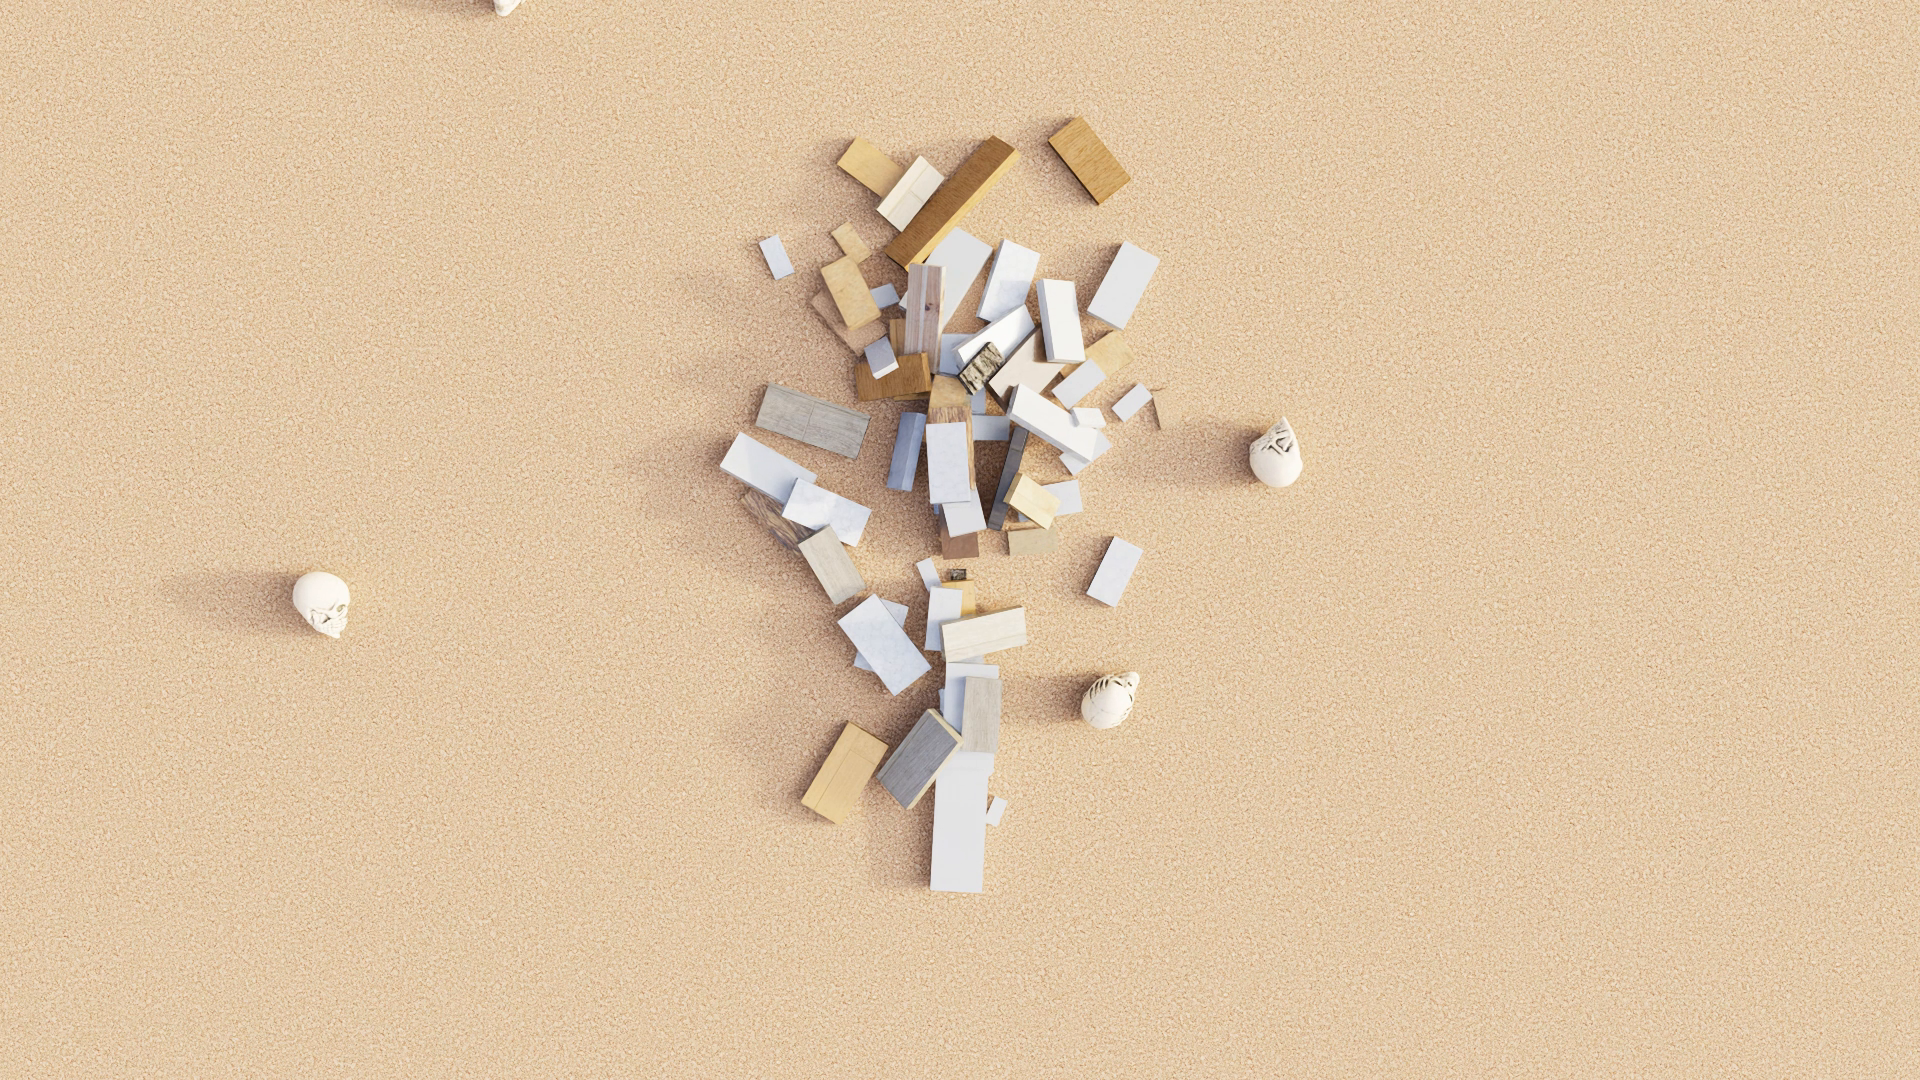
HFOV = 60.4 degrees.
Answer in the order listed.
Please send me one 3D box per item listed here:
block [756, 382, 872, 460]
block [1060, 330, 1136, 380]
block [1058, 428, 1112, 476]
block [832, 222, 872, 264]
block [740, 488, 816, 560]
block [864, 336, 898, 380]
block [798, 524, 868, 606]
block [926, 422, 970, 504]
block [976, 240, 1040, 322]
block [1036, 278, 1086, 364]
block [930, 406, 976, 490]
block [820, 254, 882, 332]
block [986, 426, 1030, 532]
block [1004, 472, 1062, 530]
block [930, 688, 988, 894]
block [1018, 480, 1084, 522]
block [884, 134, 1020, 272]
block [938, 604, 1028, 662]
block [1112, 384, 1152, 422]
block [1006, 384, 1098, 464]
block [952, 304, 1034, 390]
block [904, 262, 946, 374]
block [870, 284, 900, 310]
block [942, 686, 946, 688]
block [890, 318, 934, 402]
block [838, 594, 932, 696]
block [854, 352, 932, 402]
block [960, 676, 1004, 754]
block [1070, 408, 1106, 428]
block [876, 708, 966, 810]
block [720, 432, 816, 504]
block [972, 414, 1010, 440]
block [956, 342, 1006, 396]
[{"bbox_3d":[-0.487,-0.395,5.478,0.352,0.043,0.152,19,90,0],"label":"block"},{"bbox_3d":[0.455,-0.587,5.483,0.234,0.033,0.117,-34,90,0],"label":"block"},{"bbox_3d":[0.417,-0.294,5.489,0.161,0.023,0.081,-37,90,0],"label":"block"},{"bbox_3d":[-0.361,-0.985,5.490,0.068,0.019,0.137,-35,90,0],"label":"block"},{"bbox_3d":[-0.593,-0.072,5.483,0.117,0.033,0.273,-44,90,0],"label":"block"},{"bbox_3d":[-0.258,-0.597,5.393,0.084,0.168,0.024,-29,129,7],"label":"block"},{"bbox_3d":[-0.421,0.081,5.441,0.124,0.035,0.248,-30,110,0],"label":"block"},{"bbox_3d":[-0.038,-0.246,5.291,0.128,0.036,0.256,-4,83,1],"label":"block"},{"bbox_3d":[0.158,-0.841,5.453,0.135,0.038,0.270,19,88,-21],"label":"block"},{"bbox_3d":[0.331,-0.719,5.425,0.135,0.038,0.270,-1,80,-39],"label":"block"},{"bbox_3d":[-0.024,-0.294,5.335,0.135,0.038,0.271,-3,83,1],"label":"block"},{"bbox_3d":[-0.359,-0.815,5.431,0.115,0.033,0.230,-27,78,4],"label":"block"},{"bbox_3d":[0.157,-0.199,5.415,0.048,0.171,0.341,16,90,0],"label":"block"},{"bbox_3d":[0.236,-0.126,5.379,0.213,0.030,0.107,33,78,-43],"label":"block"},{"bbox_3d":[0.005,0.827,5.459,0.171,0.048,0.669,3,93,1],"label":"block"},{"bbox_3d":[0.294,-0.129,5.485,0.213,0.030,0.107,-10,90,0],"label":"block"},{"bbox_3d":[-0.027,-1.108,5.441,0.532,0.038,0.135,-47,49,0],"label":"block"},{"bbox_3d":[0.076,0.307,5.416,0.292,0.036,0.128,-12,106,-21],"label":"block"},{"bbox_3d":[0.572,-0.457,5.491,0.128,0.018,0.064,-42,90,0],"label":"block"},{"bbox_3d":[0.301,-0.378,5.370,0.329,0.034,0.120,30,57,-23],"label":"block"},{"bbox_3d":[0.124,-0.629,5.389,0.304,0.043,0.152,-37,113,-26],"label":"block"},{"bbox_3d":[-0.116,-0.720,5.358,0.115,0.033,0.347,10,109,18],"label":"block"},{"bbox_3d":[-0.275,-0.798,5.469,0.137,0.019,0.068,-22,84,-16],"label":"block"},{"bbox_3d":[-0.026,0.526,5.493,0.049,0.014,0.097,-28,90,0],"label":"block"},{"bbox_3d":[-0.158,-0.600,5.481,0.135,0.038,0.270,-3,90,0],"label":"block"},{"bbox_3d":[-0.248,0.345,5.444,0.154,0.044,0.309,-38,90,0],"label":"block"},{"bbox_3d":[-0.221,-0.533,5.413,0.265,0.035,0.124,-6,95,31],"label":"block"},{"bbox_3d":[0.071,0.568,5.357,0.120,0.034,0.239,5,93,1],"label":"block"},{"bbox_3d":[0.422,-0.403,5.440,0.018,0.128,0.064,-39,64,40],"label":"block"},{"bbox_3d":[-0.131,0.717,5.399,0.154,0.044,0.309,45,112,22],"label":"block"},{"bbox_3d":[-0.633,-0.225,5.452,0.292,0.038,0.135,30,75,-5],"label":"block"},{"bbox_3d":[0.091,-0.370,5.440,0.161,0.023,0.081,-1,99,-34],"label":"block"},{"bbox_3d":[0.068,-0.554,5.318,0.168,0.024,0.084,-48,117,-21],"label":"block"}]
